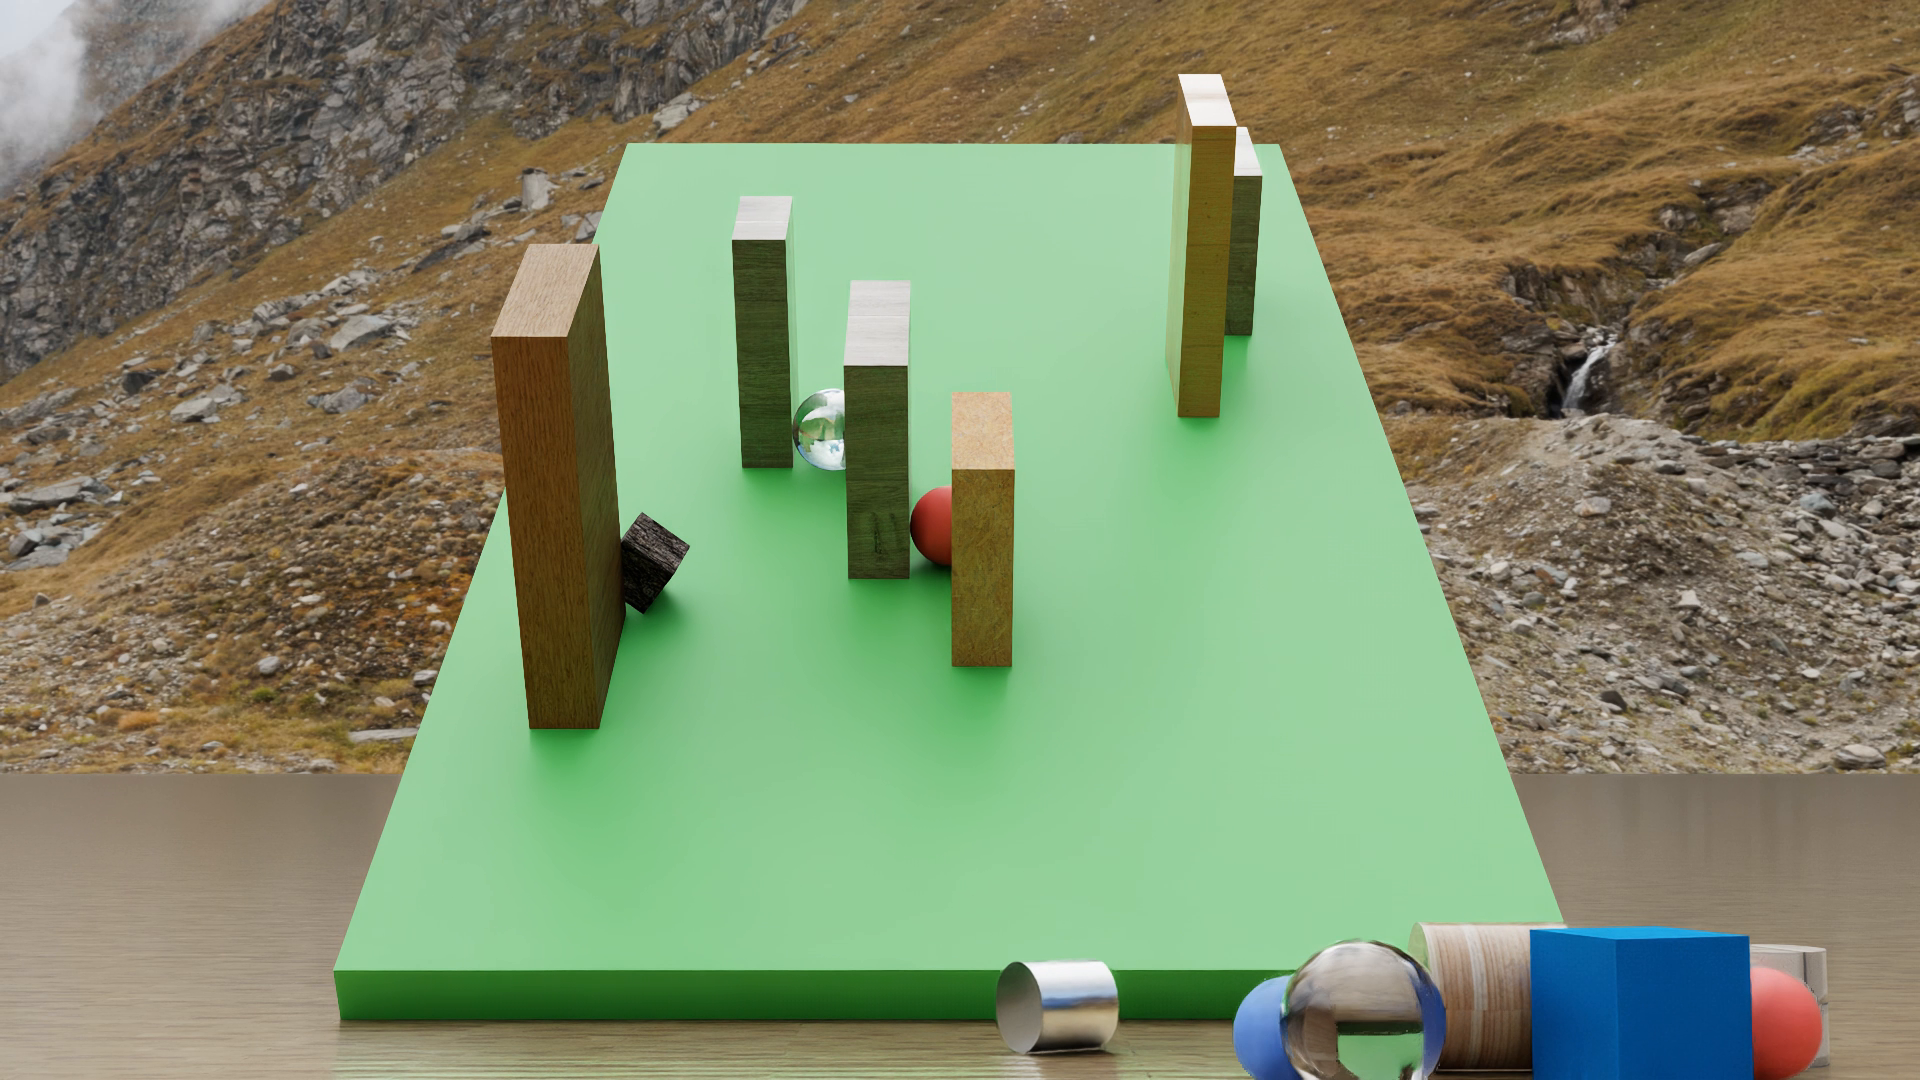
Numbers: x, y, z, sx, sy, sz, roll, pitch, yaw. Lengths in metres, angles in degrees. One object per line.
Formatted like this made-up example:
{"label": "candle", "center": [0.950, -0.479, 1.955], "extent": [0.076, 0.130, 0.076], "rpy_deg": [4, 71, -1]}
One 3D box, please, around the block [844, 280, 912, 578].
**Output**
{"label": "block", "center": [-0.168, -0.237, 5.033], "extent": [0.127, 0.484, 0.439], "rpy_deg": [0, 28, 0]}

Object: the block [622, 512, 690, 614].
{"label": "block", "center": [-0.642, 0.046, 4.839], "extent": [0.121, 0.121, 0.121], "rpy_deg": [36, 29, -8]}

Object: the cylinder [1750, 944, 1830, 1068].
{"label": "cylinder", "center": [1.124, 0.646, 3.325], "extent": [0.156, 0.156, 0.156], "rpy_deg": [0, -5, 0]}

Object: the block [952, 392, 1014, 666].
{"label": "block", "center": [0.042, -0.024, 4.699], "extent": [0.117, 0.429, 0.340], "rpy_deg": [0, 28, 0]}

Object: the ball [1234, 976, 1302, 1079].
{"label": "ball", "center": [0.419, 0.626, 3.041], "extent": [0.141, 0.141, 0.141], "rpy_deg": [0, -5, 0]}

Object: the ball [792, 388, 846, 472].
{"label": "ball", "center": [-0.284, -0.247, 5.365], "extent": [0.185, 0.185, 0.185], "rpy_deg": [0, -5, 0]}

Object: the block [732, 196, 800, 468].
{"label": "block", "center": [-0.434, -0.467, 5.388], "extent": [0.116, 0.550, 0.265], "rpy_deg": [0, 28, 0]}

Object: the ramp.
{"label": "ramp", "center": [-0.012, -0.220, 5.616], "extent": [2.000, 0.100, 4.000], "rpy_deg": [0, 28, 0]}

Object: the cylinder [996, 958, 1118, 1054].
{"label": "cylinder", "center": [0.140, 0.672, 3.457], "extent": [0.129, 0.129, 0.129], "rpy_deg": [3, -6, -30]}

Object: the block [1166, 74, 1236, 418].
{"label": "block", "center": [0.563, -0.692, 5.635], "extent": [0.098, 0.715, 0.371], "rpy_deg": [0, 28, 0]}

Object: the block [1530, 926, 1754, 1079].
{"label": "block", "center": [0.869, 0.601, 3.062], "extent": [0.195, 0.195, 0.195], "rpy_deg": [2, -6, -18]}

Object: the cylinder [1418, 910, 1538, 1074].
{"label": "cylinder", "center": [0.722, 0.618, 3.247], "extent": [0.197, 0.197, 0.197], "rpy_deg": [9, -4, 8]}

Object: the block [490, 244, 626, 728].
{"label": "block", "center": [-0.736, -0.100, 4.452], "extent": [0.130, 0.794, 0.429], "rpy_deg": [0, 28, 0]}

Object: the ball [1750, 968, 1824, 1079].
{"label": "ball", "center": [1.054, 0.634, 3.134], "extent": [0.144, 0.144, 0.144], "rpy_deg": [0, -5, 0]}

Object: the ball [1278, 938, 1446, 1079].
{"label": "ball", "center": [0.485, 0.582, 2.889], "extent": [0.200, 0.200, 0.200], "rpy_deg": [0, -5, 0]}

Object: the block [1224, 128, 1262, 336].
{"label": "block", "center": [0.686, -0.793, 6.126], "extent": [0.109, 0.426, 0.364], "rpy_deg": [0, 28, 0]}

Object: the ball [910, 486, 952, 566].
{"label": "ball", "center": [-0.021, -0.030, 4.984], "extent": [0.168, 0.168, 0.168], "rpy_deg": [0, -5, 0]}
